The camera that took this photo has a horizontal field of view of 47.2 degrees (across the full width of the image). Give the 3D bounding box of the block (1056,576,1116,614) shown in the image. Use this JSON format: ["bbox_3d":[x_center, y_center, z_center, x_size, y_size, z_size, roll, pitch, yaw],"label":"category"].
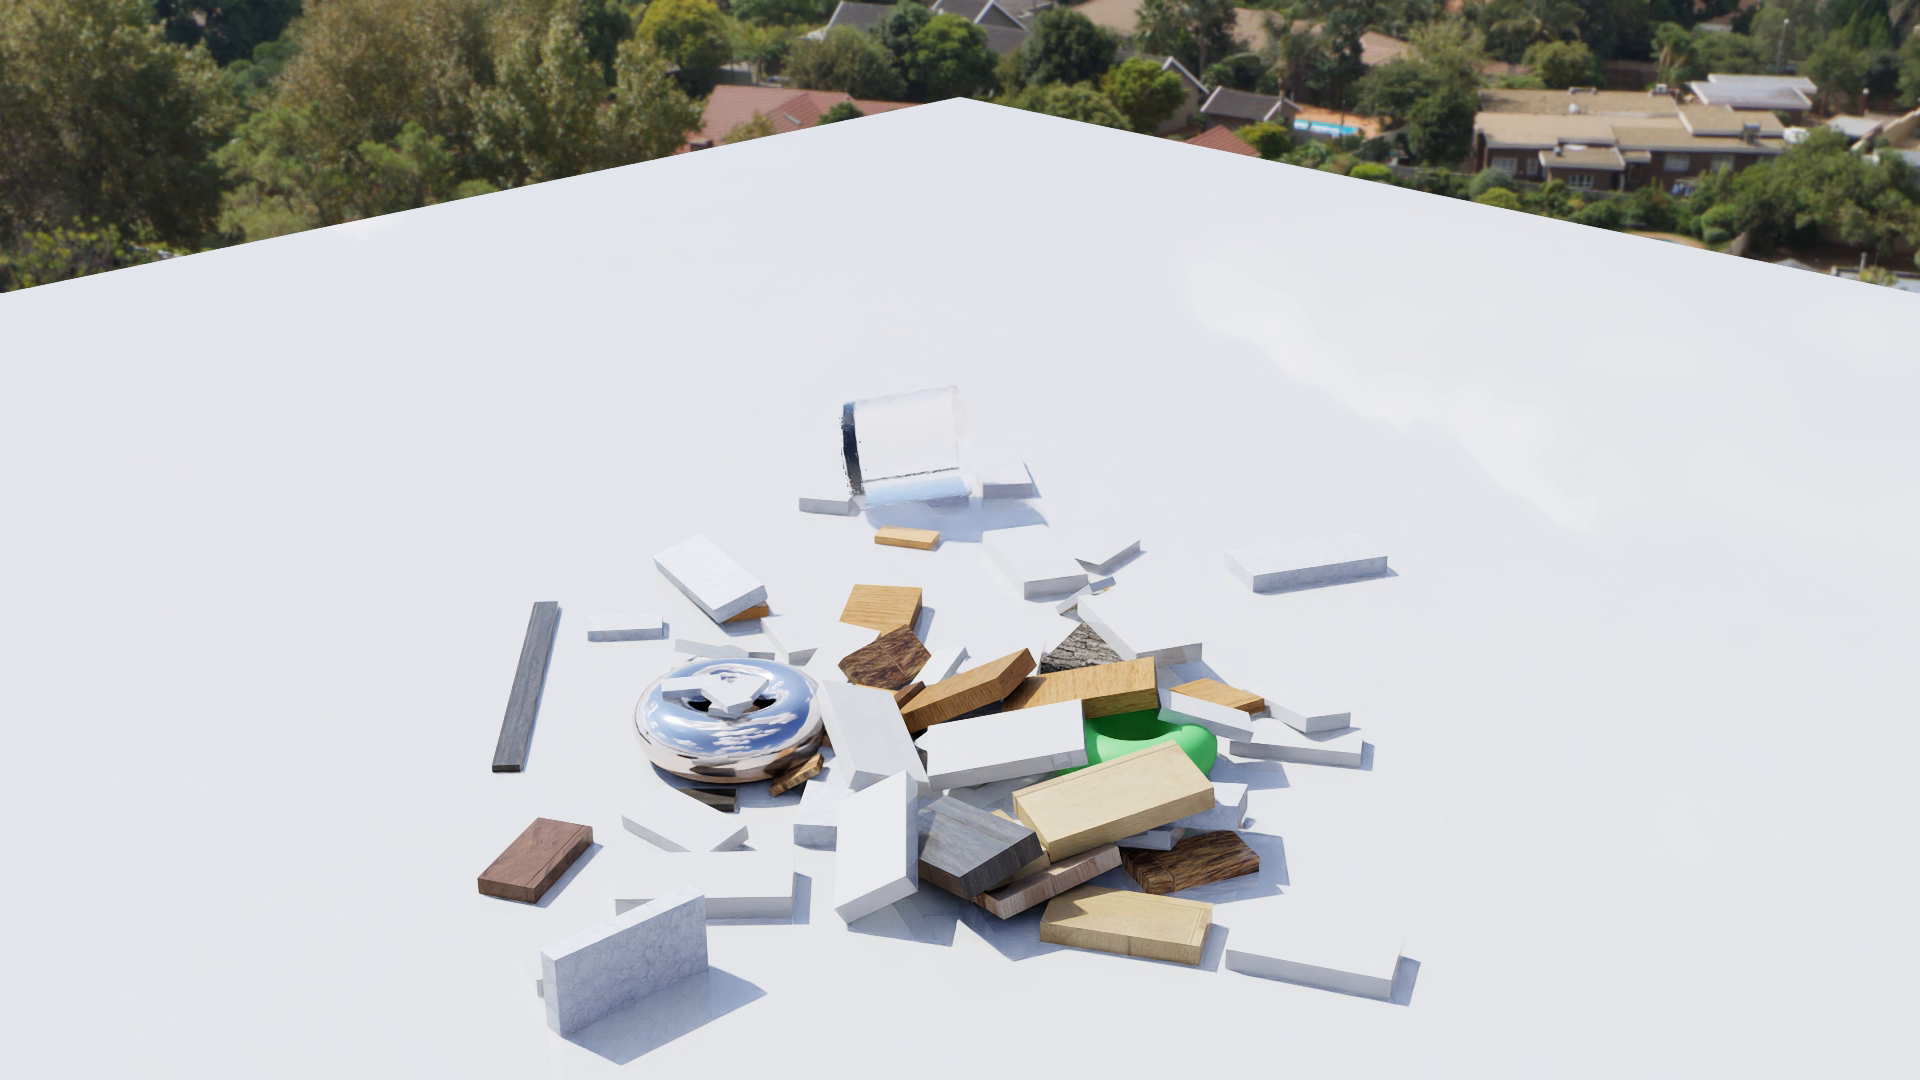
[{"bbox_3d":[0.303,0.134,5.295,0.077,0.022,0.155,-17,-12,-35],"label":"block"}]

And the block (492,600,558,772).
[{"bbox_3d":[-0.981,0.318,4.990,0.059,0.017,0.826,-2,23,-4],"label":"block"}]

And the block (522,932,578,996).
[{"bbox_3d":[-0.656,0.747,3.956,0.240,0.034,0.120,-9,25,-21],"label":"block"}]

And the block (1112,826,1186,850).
[{"bbox_3d":[0.299,0.563,4.318,0.262,0.037,0.131,3,8,18],"label":"block"}]

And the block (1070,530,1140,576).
[{"bbox_3d":[0.368,0.032,5.648,0.101,0.029,0.202,15,27,32],"label":"block"}]

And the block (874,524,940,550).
[{"bbox_3d":[-0.138,-0.007,5.748,0.155,0.022,0.077,7,24,16],"label":"block"}]

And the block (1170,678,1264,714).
[{"bbox_3d":[0.566,0.351,4.849,0.101,0.029,0.208,-14,16,-29],"label":"block"}]

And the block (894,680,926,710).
[{"bbox_3d":[-0.129,0.348,4.820,0.058,0.017,0.117,-22,10,37],"label":"block"}]

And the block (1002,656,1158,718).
[{"bbox_3d":[0.254,0.324,4.635,0.321,0.046,0.161,-10,20,8],"label":"block"}]

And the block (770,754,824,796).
[{"bbox_3d":[-0.336,0.483,4.525,0.117,0.017,0.058,-28,17,17],"label":"block"}]

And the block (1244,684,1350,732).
[{"bbox_3d":[0.733,0.365,4.798,0.117,0.033,0.235,-4,14,-27],"label":"block"}]

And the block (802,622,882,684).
[{"bbox_3d":[-0.274,0.274,5.003,0.111,0.031,0.222,12,39,18],"label":"block"}]

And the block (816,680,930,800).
[{"bbox_3d":[-0.185,0.412,4.558,0.163,0.046,0.327,12,26,-24],"label":"block"}]

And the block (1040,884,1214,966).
[{"bbox_3d":[0.307,0.704,4.048,0.294,0.042,0.147,6,24,14],"label":"block"}]

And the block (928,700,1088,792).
[{"bbox_3d":[0.097,0.420,4.507,0.324,0.044,0.155,-11,35,8],"label":"block"}]

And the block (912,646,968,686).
[{"bbox_3d":[-0.048,0.295,4.975,0.078,0.022,0.156,-9,26,31],"label":"block"}]

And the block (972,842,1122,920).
[{"bbox_3d":[0.159,0.628,4.144,0.262,0.037,0.131,-21,16,-23],"label":"block"}]

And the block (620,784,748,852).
[{"bbox_3d":[-0.546,0.568,4.355,0.240,0.034,0.120,19,39,38],"label":"block"}]

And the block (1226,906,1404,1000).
[{"bbox_3d":[0.639,0.742,3.959,0.294,0.042,0.147,8,24,18],"label":"block"}]

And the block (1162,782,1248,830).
[{"bbox_3d":[0.384,0.517,4.340,0.346,0.049,0.173,2,8,14],"label":"block"}]

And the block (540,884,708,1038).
[{"bbox_3d":[-0.581,0.732,3.838,0.310,0.155,0.044,-19,30,-38],"label":"block"}]

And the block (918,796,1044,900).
[{"bbox_3d":[-0.006,0.579,4.170,0.173,0.049,0.346,-28,18,-24],"label":"block"}]

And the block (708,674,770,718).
[{"bbox_3d":[-0.462,0.327,4.605,0.063,0.018,0.169,6,22,18],"label":"block"}]

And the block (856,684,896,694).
[{"bbox_3d":[-0.174,0.352,4.859,0.117,0.017,0.059,11,31,-13],"label":"block"}]

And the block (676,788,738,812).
[{"bbox_3d":[-0.521,0.531,4.487,0.125,0.018,0.063,0,23,1],"label":"block"}]

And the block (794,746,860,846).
[{"bbox_3d":[-0.230,0.520,4.477,0.163,0.046,0.327,2,23,5],"label":"block"}]

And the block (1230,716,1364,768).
[{"bbox_3d":[0.720,0.430,4.705,0.275,0.033,0.117,5,23,11],"label":"block"}]

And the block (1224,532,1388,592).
[{"bbox_3d":[0.876,0.055,5.572,0.375,0.046,0.161,-8,24,-18],"label":"block"}]

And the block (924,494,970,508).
[{"bbox_3d":[-0.071,-0.150,6.074,0.111,0.031,0.222,-10,25,-22],"label":"block"}]

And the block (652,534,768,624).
[{"bbox_3d":[-0.619,0.091,5.423,0.136,0.039,0.417,-27,29,-18],"label":"block"}]

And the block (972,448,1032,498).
[{"bbox_3d":[0.112,-0.188,6.155,0.136,0.039,0.273,-3,23,-7],"label":"block"}]
